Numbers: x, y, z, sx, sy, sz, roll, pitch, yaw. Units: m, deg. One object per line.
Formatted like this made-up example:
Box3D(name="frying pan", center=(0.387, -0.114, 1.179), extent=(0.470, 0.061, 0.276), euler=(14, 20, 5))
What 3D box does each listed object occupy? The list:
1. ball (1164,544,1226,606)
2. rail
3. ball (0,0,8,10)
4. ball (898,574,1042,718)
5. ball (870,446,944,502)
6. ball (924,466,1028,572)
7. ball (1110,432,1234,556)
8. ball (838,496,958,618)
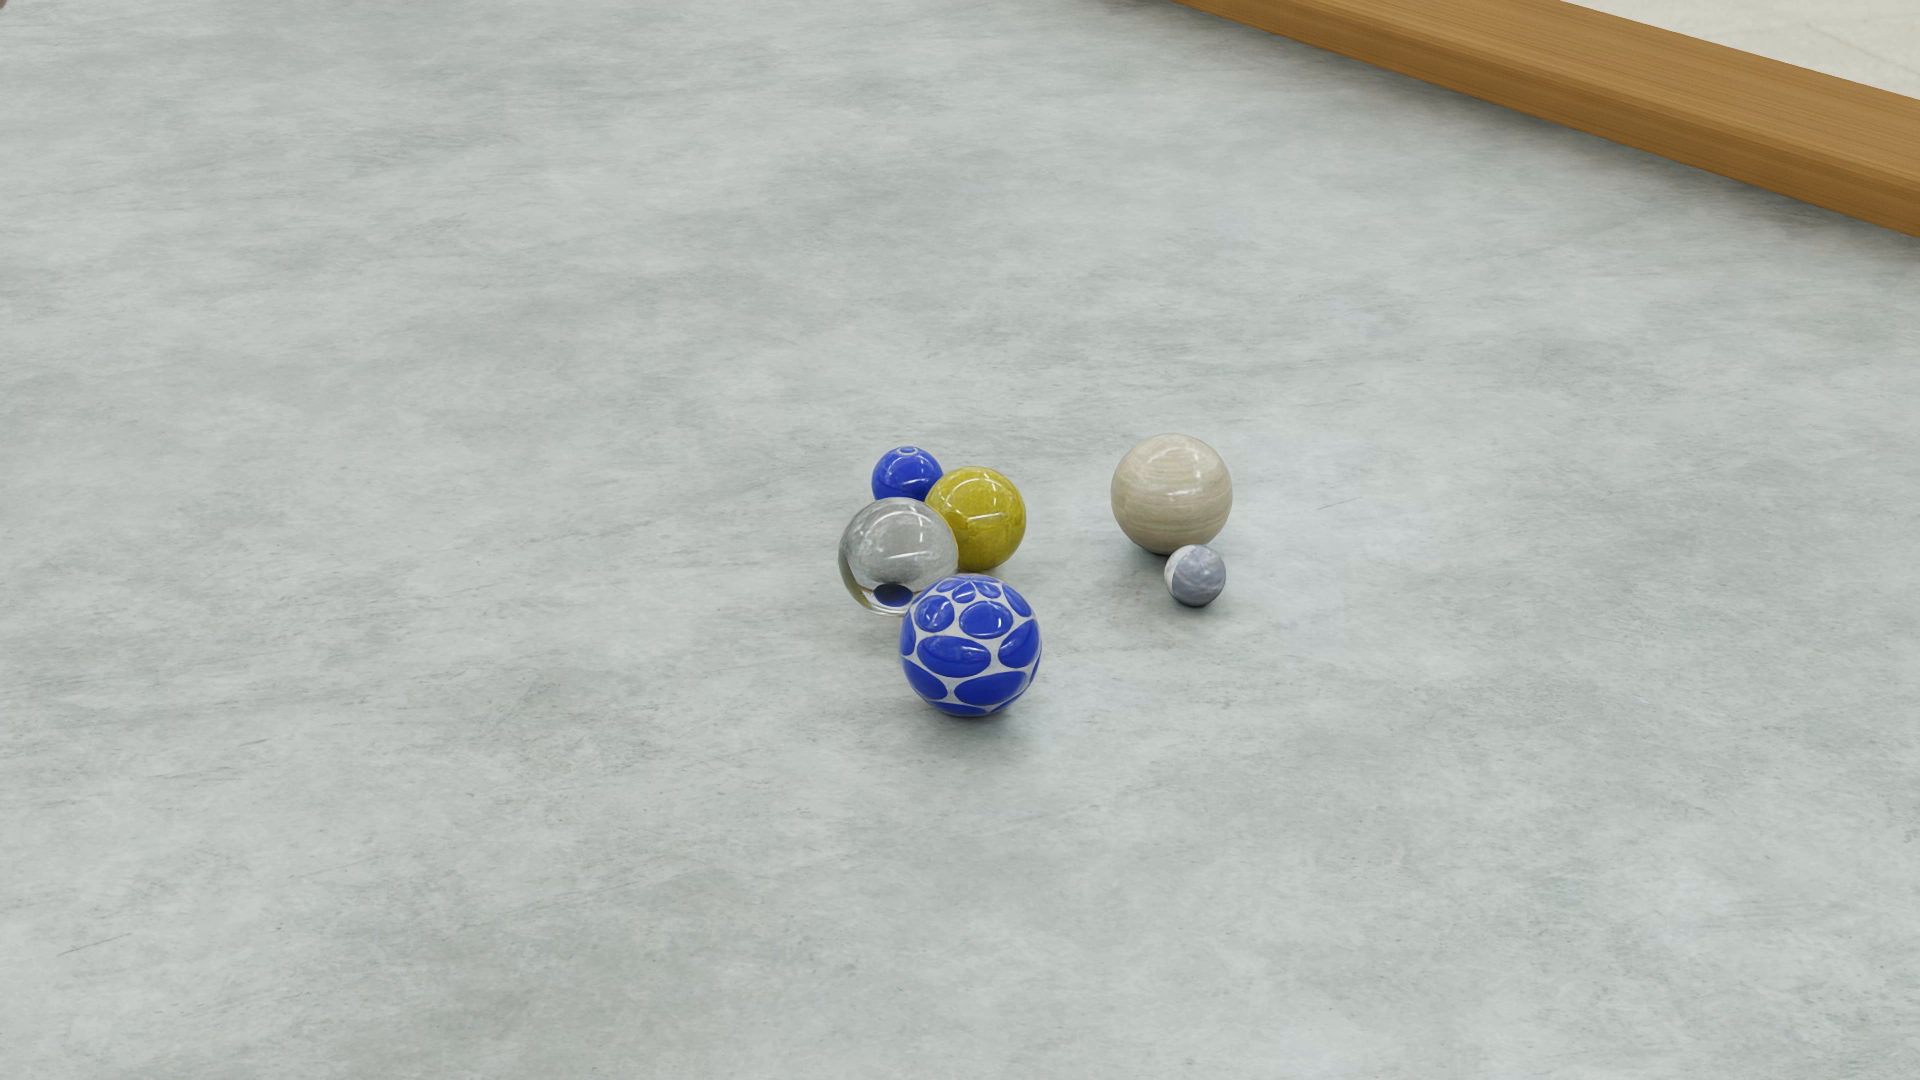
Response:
Box3D(name="ball", center=(0.167, 0.025, 2.091), extent=(0.044, 0.044, 0.044), euler=(0, 25, 0))
Box3D(name="rail", center=(0.286, -0.681, 3.473), extent=(0.045, 0.129, 4.134), euler=(-18, 31, -33))
Box3D(name="ball", center=(-1.168, -0.658, 3.460), extent=(0.099, 0.099, 0.099), euler=(0, 25, 0))
Box3D(name="ball", center=(0.007, 0.069, 1.939), extent=(0.095, 0.095, 0.095), euler=(0, 25, 0))
Box3D(name="ball", center=(-0.039, -0.043, 2.221), extent=(0.056, 0.056, 0.056), euler=(0, 25, 0))
Box3D(name="ball", center=(0.010, -0.015, 2.137), extent=(0.077, 0.077, 0.077), euler=(0, 25, 0))
Box3D(name="ball", center=(0.155, -0.034, 2.161), extent=(0.090, 0.090, 0.090), euler=(0, 25, 0))
Box3D(name="ball", center=(-0.044, 0.012, 2.070), extent=(0.086, 0.086, 0.086), euler=(0, 25, 0))
